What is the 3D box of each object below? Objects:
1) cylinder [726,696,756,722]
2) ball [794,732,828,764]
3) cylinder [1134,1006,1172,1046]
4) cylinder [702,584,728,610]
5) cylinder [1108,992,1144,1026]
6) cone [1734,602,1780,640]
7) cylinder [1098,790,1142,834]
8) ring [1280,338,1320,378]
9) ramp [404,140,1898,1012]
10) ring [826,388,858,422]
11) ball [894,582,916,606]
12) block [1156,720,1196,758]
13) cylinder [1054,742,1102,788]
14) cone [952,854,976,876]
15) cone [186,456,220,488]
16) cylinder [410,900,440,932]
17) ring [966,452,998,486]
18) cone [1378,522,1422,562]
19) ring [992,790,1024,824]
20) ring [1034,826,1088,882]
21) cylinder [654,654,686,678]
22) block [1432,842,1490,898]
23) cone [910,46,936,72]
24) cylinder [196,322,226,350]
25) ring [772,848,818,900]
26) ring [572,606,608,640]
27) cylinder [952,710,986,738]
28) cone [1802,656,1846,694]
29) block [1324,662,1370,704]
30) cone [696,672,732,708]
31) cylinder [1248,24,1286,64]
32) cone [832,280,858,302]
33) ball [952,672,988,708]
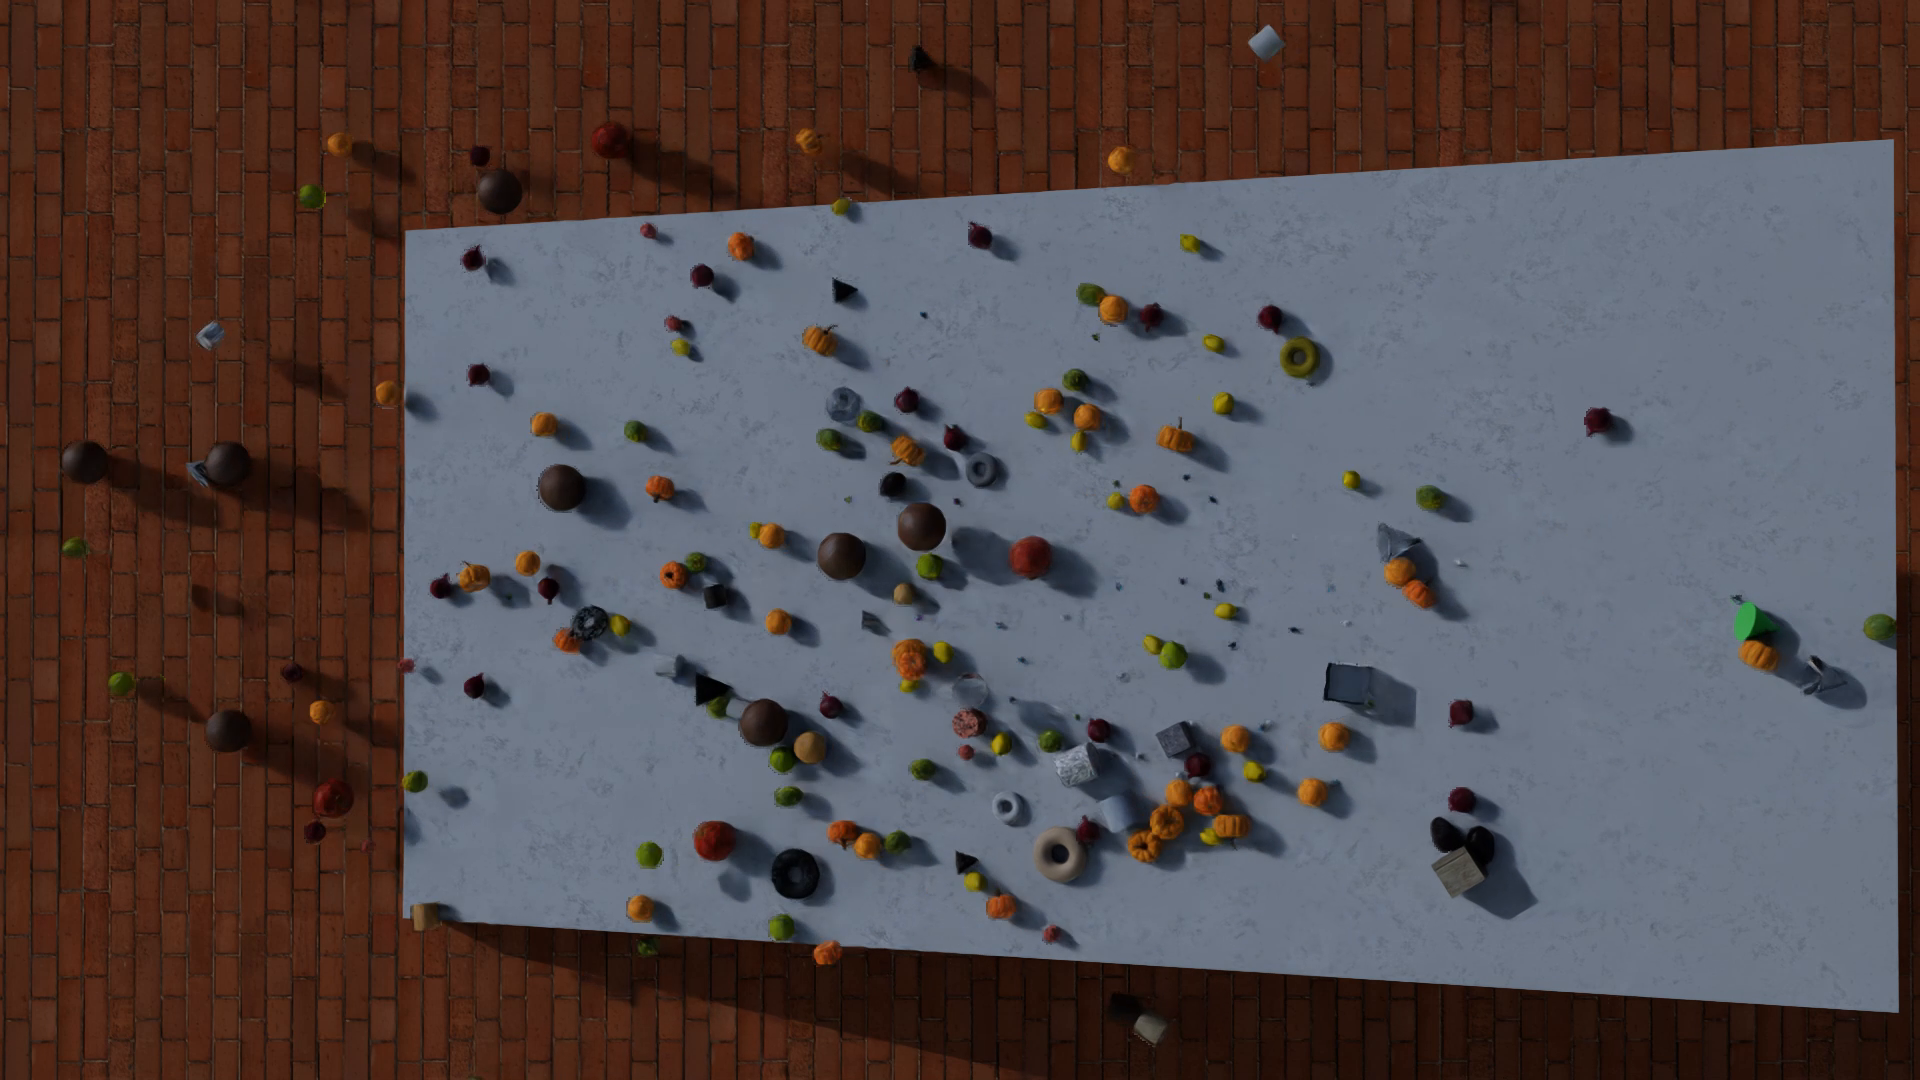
[{"bbox_3d":[-0.597,0.461,5.992,0.057,0.057,0.057,19,89,19],"label":"cylinder"},{"bbox_3d":[-0.401,0.558,5.904,0.089,0.089,0.089,0,89,0],"label":"ball"},{"bbox_3d":[0.520,1.313,5.938,0.074,0.074,0.074,32,89,22],"label":"cylinder"},{"bbox_3d":[-0.670,0.156,6.017,0.059,0.059,0.059,-16,95,0],"label":"cylinder"},{"bbox_3d":[0.480,1.356,6.359,0.083,0.083,0.083,7,89,22],"label":"cylinder"},{"bbox_3d":[1.867,0.199,5.111,0.092,0.092,0.092,14,89,-7],"label":"cone"},{"bbox_3d":[0.409,0.693,5.610,0.085,0.085,0.085,-23,81,0],"label":"cylinder"},{"bbox_3d":[0.849,-0.455,5.493,0.103,0.034,0.103,0,90,20],"label":"ring"},{"bbox_3d":[0.280,0.090,5.763,4.000,0.100,2.000,0,89,20],"label":"ramp"},{"bbox_3d":[-0.317,-0.363,5.916,0.097,0.032,0.097,0,90,19],"label":"ring"},{"bbox_3d":[-0.146,0.143,5.831,0.061,0.061,0.061,0,89,0],"label":"ball"},{"bbox_3d":[0.548,0.505,5.571,0.067,0.067,0.067,-28,80,17],"label":"block"},{"bbox_3d":[0.303,0.578,5.645,0.094,0.094,0.094,-22,89,18],"label":"cylinder"},{"bbox_3d":[0.022,0.842,5.779,0.061,0.061,0.061,-24,89,-30],"label":"cone"},{"bbox_3d":[-2.212,-0.218,6.474,0.091,0.091,0.091,44,63,1],"label":"cone"},{"bbox_3d":[-1.535,1.079,6.313,0.071,0.071,0.071,-14,100,0],"label":"cylinder"},{"bbox_3d":[0.057,-0.185,5.778,0.092,0.031,0.092,0,91,20],"label":"ring"},{"bbox_3d":[1.087,0.003,5.395,0.098,0.098,0.098,-4,89,-7],"label":"cone"},{"bbox_3d":[0.125,0.698,5.743,0.085,0.028,0.085,-1,88,21],"label":"ring"},{"bbox_3d":[0.259,0.811,5.683,0.146,0.049,0.146,0,90,19],"label":"ring"},{"bbox_3d":[-0.801,0.346,6.065,0.063,0.063,0.063,0,89,20],"label":"cylinder"},{"bbox_3d":[1.209,0.797,5.314,0.093,0.093,0.093,-35,78,16],"label":"block"},{"bbox_3d":[-0.102,-1.411,6.484,0.075,0.075,0.075,10,89,-14],"label":"cone"},{"bbox_3d":[-2.185,-0.596,6.415,0.060,0.060,0.060,38,54,0],"label":"cylinder"},{"bbox_3d":[-0.445,0.902,5.938,0.139,0.046,0.139,0,90,21],"label":"ring"},{"bbox_3d":[-1.032,0.231,6.130,0.105,0.035,0.105,-10,57,16],"label":"ring"},{"bbox_3d":[0.025,0.481,5.759,0.071,0.071,0.071,0,89,20],"label":"cylinder"},{"bbox_3d":[2.002,0.322,5.061,0.090,0.090,0.090,13,89,-7],"label":"cone"},{"bbox_3d":[0.954,0.351,5.413,0.092,0.092,0.092,6,91,20],"label":"block"},{"bbox_3d":[-0.674,0.406,6.028,0.098,0.098,0.098,-3,89,-7],"label":"cone"},{"bbox_3d":[0.845,-1.369,6.062,0.076,0.076,0.076,-42,89,18],"label":"cylinder"},{"bbox_3d":[-0.306,-0.673,5.917,0.065,0.065,0.065,-4,89,-7],"label":"cone"},{"bbox_3d":[0.025,0.387,5.660,0.091,0.091,0.091,0,89,0],"label":"ball"}]
